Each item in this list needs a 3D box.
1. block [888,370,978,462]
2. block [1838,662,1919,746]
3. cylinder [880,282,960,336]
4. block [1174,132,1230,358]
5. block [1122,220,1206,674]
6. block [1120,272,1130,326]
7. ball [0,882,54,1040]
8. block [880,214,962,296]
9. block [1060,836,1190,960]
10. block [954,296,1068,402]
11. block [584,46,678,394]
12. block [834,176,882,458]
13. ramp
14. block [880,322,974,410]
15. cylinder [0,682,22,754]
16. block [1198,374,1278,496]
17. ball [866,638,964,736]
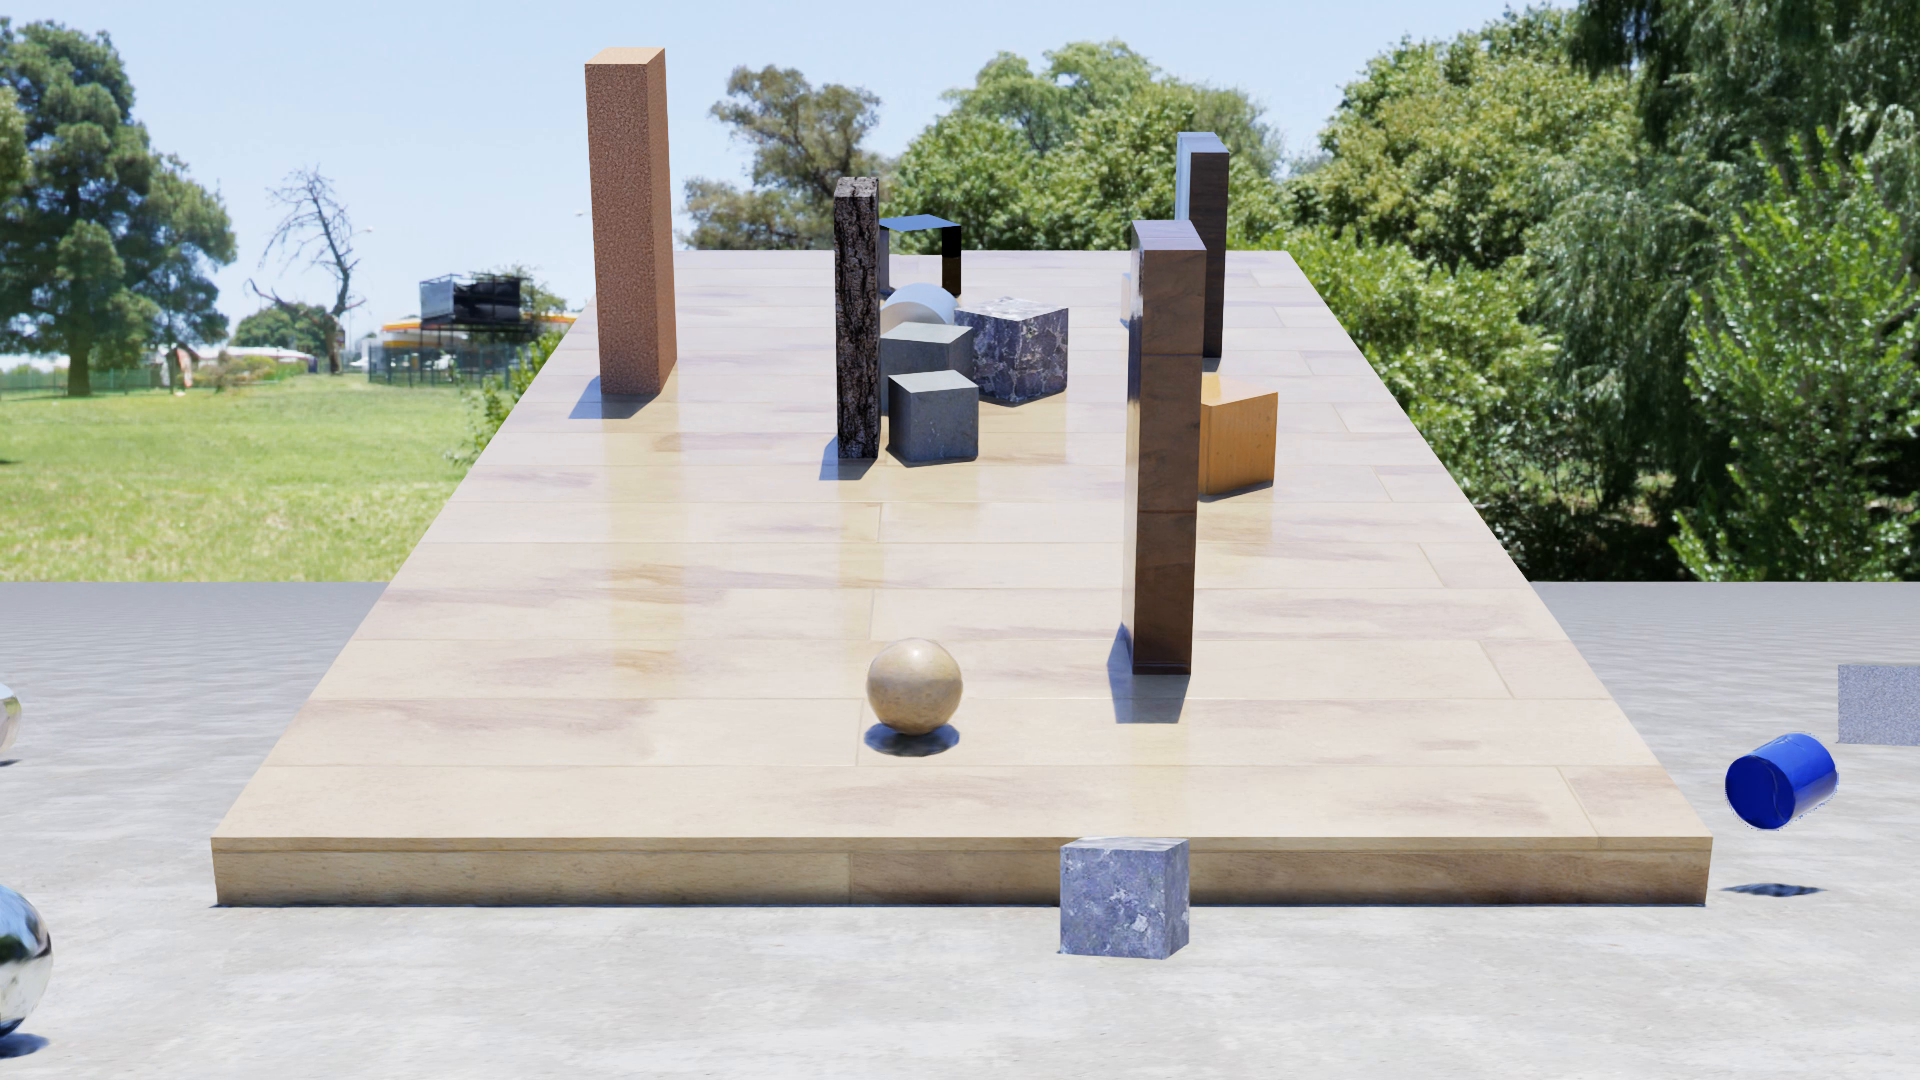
[{"bbox_3d":[-0.056,-0.262,4.713,0.149,0.149,0.149,-7,20,-19],"label":"block"},{"bbox_3d":[2.455,0.432,5.938,0.207,0.207,0.207,-1,-1,33],"label":"block"},{"bbox_3d":[-0.104,-0.483,5.283,0.207,0.207,0.207,0,19,8],"label":"cylinder"},{"bbox_3d":[0.596,-0.739,5.586,0.092,0.502,0.336,0,18,0],"label":"block"},{"bbox_3d":[0.318,-0.147,3.541,0.092,0.676,0.242,0,18,0],"label":"block"},{"bbox_3d":[0.491,-0.627,5.855,0.119,0.119,0.119,-2,19,-7],"label":"block"},{"bbox_3d":[-0.932,0.395,2.093,0.161,0.161,0.161,0,-1,0],"label":"ball"},{"bbox_3d":[-0.126,-0.781,6.200,0.191,0.191,0.191,-10,21,-28],"label":"block"},{"bbox_3d":[0.196,0.422,2.661,0.125,0.125,0.125,0,-1,19],"label":"block"},{"bbox_3d":[0.119,-0.445,5.200,0.188,0.188,0.188,15,24,38],"label":"block"},{"bbox_3d":[-0.759,-0.745,5.210,0.136,0.749,0.340,0,18,0],"label":"block"},{"bbox_3d":[-0.213,-0.467,4.702,0.084,0.547,0.241,0,18,0],"label":"block"},{"bbox_3d":[-0.004,-0.192,4.898,2.000,0.100,4.000,0,18,0],"label":"ramp"},{"bbox_3d":[-0.076,-0.387,5.061,0.166,0.166,0.166,6,19,18],"label":"block"},{"bbox_3d":[-2.315,0.424,5.244,0.202,0.202,0.202,0,-1,-14],"label":"cylinder"},{"bbox_3d":[0.507,-0.215,4.522,0.182,0.182,0.182,-14,23,-36],"label":"block"},{"bbox_3d":[-0.067,0.215,3.297,0.143,0.143,0.143,0,-1,0],"label":"ball"}]
